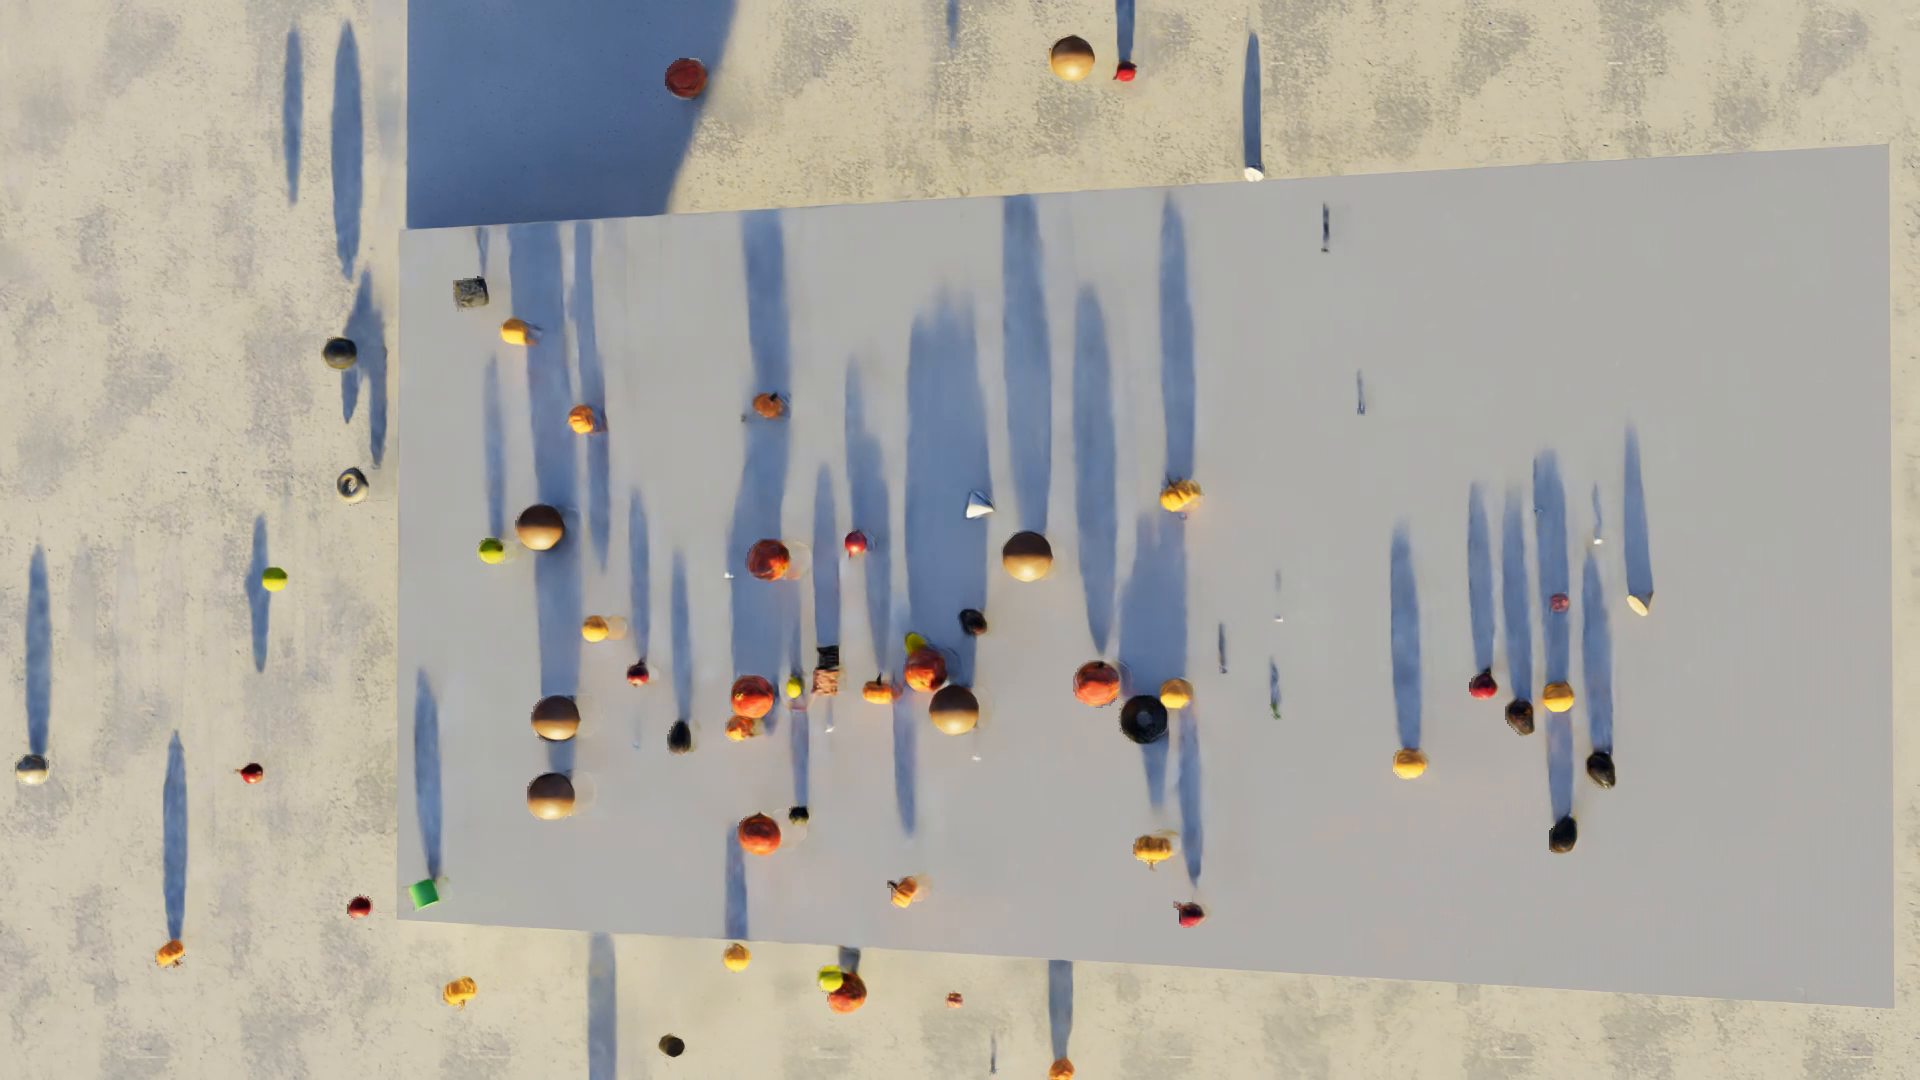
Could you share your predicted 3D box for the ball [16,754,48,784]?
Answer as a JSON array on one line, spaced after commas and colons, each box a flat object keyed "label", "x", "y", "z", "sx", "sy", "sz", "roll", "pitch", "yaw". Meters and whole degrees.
[{"label": "ball", "x": -2.711, "y": 0.669, "z": 6.424, "sx": 0.083, "sy": 0.083, "sz": 0.083, "roll": 0, "pitch": 89, "yaw": 0}]

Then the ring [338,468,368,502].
[{"label": "ring", "x": -1.775, "y": -0.160, "z": 6.424, "sx": 0.101, "sy": 0.034, "sz": 0.101, "roll": -1, "pitch": 87, "yaw": 20}]

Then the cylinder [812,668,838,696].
[{"label": "cylinder", "x": -0.362, "y": 0.380, "z": 5.904, "sx": 0.066, "sy": 0.066, "sz": 0.066, "roll": 6, "pitch": 92, "yaw": 0}]

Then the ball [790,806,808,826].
[{"label": "ball", "x": -0.434, "y": 0.746, "z": 5.933, "sx": 0.052, "sy": 0.052, "sz": 0.052, "roll": 0, "pitch": 89, "yaw": 0}]

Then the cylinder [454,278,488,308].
[{"label": "cylinder", "x": -1.388, "y": -0.700, "z": 6.243, "sx": 0.077, "sy": 0.077, "sz": 0.077, "roll": -12, "pitch": 89, "yaw": -23}]

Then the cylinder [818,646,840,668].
[{"label": "cylinder", "x": -0.353, "y": 0.314, "z": 5.909, "sx": 0.055, "sy": 0.055, "sz": 0.055, "roll": -6, "pitch": 87, "yaw": 0}]

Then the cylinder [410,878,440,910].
[{"label": "cylinder", "x": -1.532, "y": 1.013, "z": 6.289, "sx": 0.066, "sy": 0.066, "sz": 0.066, "roll": -22, "pitch": 82, "yaw": 0}]

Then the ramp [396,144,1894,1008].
[{"label": "ramp", "x": 0.278, "y": 0.091, "z": 5.779, "sx": 4.000, "sy": 0.100, "sz": 2.000, "roll": 0, "pitch": 89, "yaw": 19}]

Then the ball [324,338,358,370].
[{"label": "ball", "x": -1.805, "y": -0.543, "z": 6.406, "sx": 0.096, "sy": 0.096, "sz": 0.096, "roll": 0, "pitch": 89, "yaw": 0}]

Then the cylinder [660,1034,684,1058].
[{"label": "cylinder", "x": -0.837, "y": 1.467, "z": 6.380, "sx": 0.057, "sy": 0.057, "sz": 0.057, "roll": 1, "pitch": 88, "yaw": -27}]

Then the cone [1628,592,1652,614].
[{"label": "cone", "x": 1.636, "y": 0.138, "z": 5.247, "sx": 0.058, "sy": 0.058, "sz": 0.058, "roll": -37, "pitch": 89, "yaw": -18}]

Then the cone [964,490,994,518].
[{"label": "cone", "x": 0.056, "y": -0.087, "z": 5.786, "sx": 0.078, "sy": 0.078, "sz": 0.078, "roll": 11, "pitch": 89, "yaw": -10}]

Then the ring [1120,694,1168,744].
[{"label": "ring", "x": 0.471, "y": 0.459, "z": 5.633, "sx": 0.127, "sy": 0.042, "sz": 0.127, "roll": -1, "pitch": 87, "yaw": 22}]
